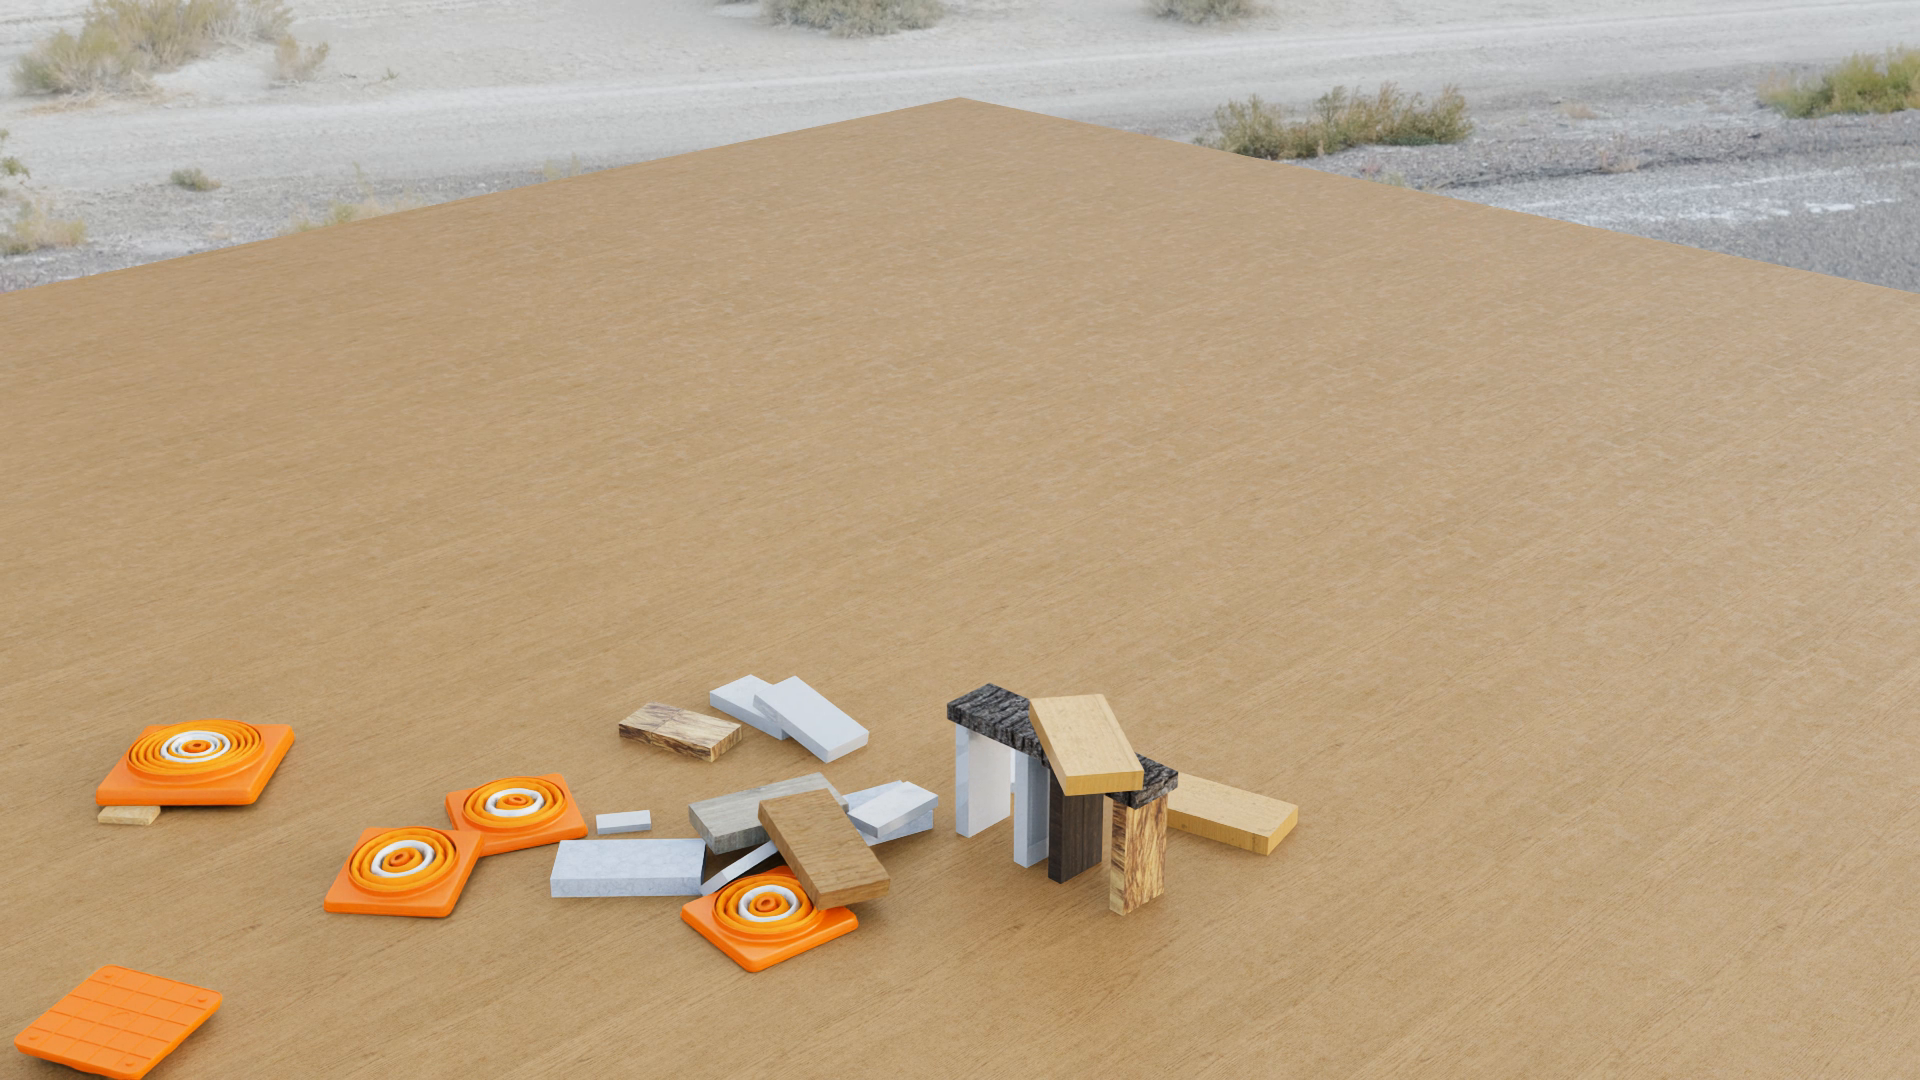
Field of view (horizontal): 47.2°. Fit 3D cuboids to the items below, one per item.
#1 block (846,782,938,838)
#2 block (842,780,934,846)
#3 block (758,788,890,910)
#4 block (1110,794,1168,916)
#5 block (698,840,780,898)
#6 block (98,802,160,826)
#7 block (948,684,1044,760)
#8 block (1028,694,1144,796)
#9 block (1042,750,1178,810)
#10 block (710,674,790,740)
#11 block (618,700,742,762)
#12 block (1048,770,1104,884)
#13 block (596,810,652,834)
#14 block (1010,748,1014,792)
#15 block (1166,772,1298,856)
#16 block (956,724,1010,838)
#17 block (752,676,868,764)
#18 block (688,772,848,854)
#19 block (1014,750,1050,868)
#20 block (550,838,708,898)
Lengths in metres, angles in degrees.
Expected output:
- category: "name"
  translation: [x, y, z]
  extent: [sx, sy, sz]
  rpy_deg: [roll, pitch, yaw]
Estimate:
- category: "block"
  translation: [-0.133, 0.535, 4.366]
  extent: [0.086, 0.024, 0.173]
  rpy_deg: [20, 30, 39]
- category: "block"
  translation: [-0.212, 0.561, 4.388]
  extent: [0.283, 0.040, 0.141]
  rpy_deg: [-12, 26, -26]
- category: "block"
  translation: [-0.260, 0.584, 4.175]
  extent: [0.144, 0.041, 0.289]
  rpy_deg: [-8, 34, -27]
- category: "block"
  translation: [0.334, 0.573, 4.109]
  extent: [0.118, 0.236, 0.033]
  rpy_deg: [-21, 31, -41]
- category: "block"
  translation: [-0.412, 0.622, 4.194]
  extent: [0.173, 0.024, 0.086]
  rpy_deg: [-27, -9, -48]
- category: "block"
  translation: [-1.677, 0.553, 4.439]
  extent: [0.106, 0.015, 0.053]
  rpy_deg: [2, 23, 5]
- category: "block"
  translation: [0.106, 0.350, 4.262]
  extent: [0.246, 0.035, 0.123]
  rpy_deg: [20, 30, 39]
- category: "block"
  translation: [0.233, 0.379, 4.105]
  extent: [0.144, 0.041, 0.289]
  rpy_deg: [-3, 25, -11]
- category: "block"
  translation: [0.279, 0.427, 4.108]
  extent: [0.118, 0.033, 0.236]
  rpy_deg: [-21, 31, -40]
- category: "block"
  translation: [-0.429, 0.368, 4.850]
  extent: [0.239, 0.034, 0.119]
  rpy_deg: [21, 31, 40]
- category: "block"
  translation: [-0.603, 0.412, 4.746]
  extent: [0.238, 0.034, 0.119]
  rpy_deg: [12, 26, 26]
- category: "block"
  translation: [0.223, 0.529, 4.212]
  extent: [0.033, 0.236, 0.118]
  rpy_deg: [21, 31, 41]
- category: "block"
  translation: [-0.674, 0.566, 4.408]
  extent: [0.106, 0.015, 0.053]
  rpy_deg: [-4, 23, -10]
- category: "block"
  translation: [0.080, 0.477, 4.605]
  extent: [0.086, 0.024, 0.173]
  rpy_deg: [-3, 23, -6]
- category: "block"
  translation: [0.516, 0.545, 4.423]
  extent: [0.289, 0.041, 0.144]
  rpy_deg: [13, 26, 29]
- category: "block"
  translation: [0.047, 0.457, 4.370]
  extent: [0.035, 0.246, 0.123]
  rpy_deg: [20, 30, 39]
- category: "block"
  translation: [-0.322, 0.385, 4.741]
  extent: [0.238, 0.034, 0.119]
  rpy_deg: [34, 38, 32]
- category: "block"
  translation: [-0.377, 0.538, 4.339]
  extent: [0.283, 0.040, 0.141]
  rpy_deg: [-11, 26, -25]
- category: "block"
  translation: [0.161, 0.501, 4.265]
  extent: [0.123, 0.246, 0.035]
  rpy_deg: [-21, 31, -40]
- category: "block"
  translation: [-0.634, 0.629, 4.227]
  extent: [0.283, 0.040, 0.141]
  rpy_deg: [-1, 23, -1]
